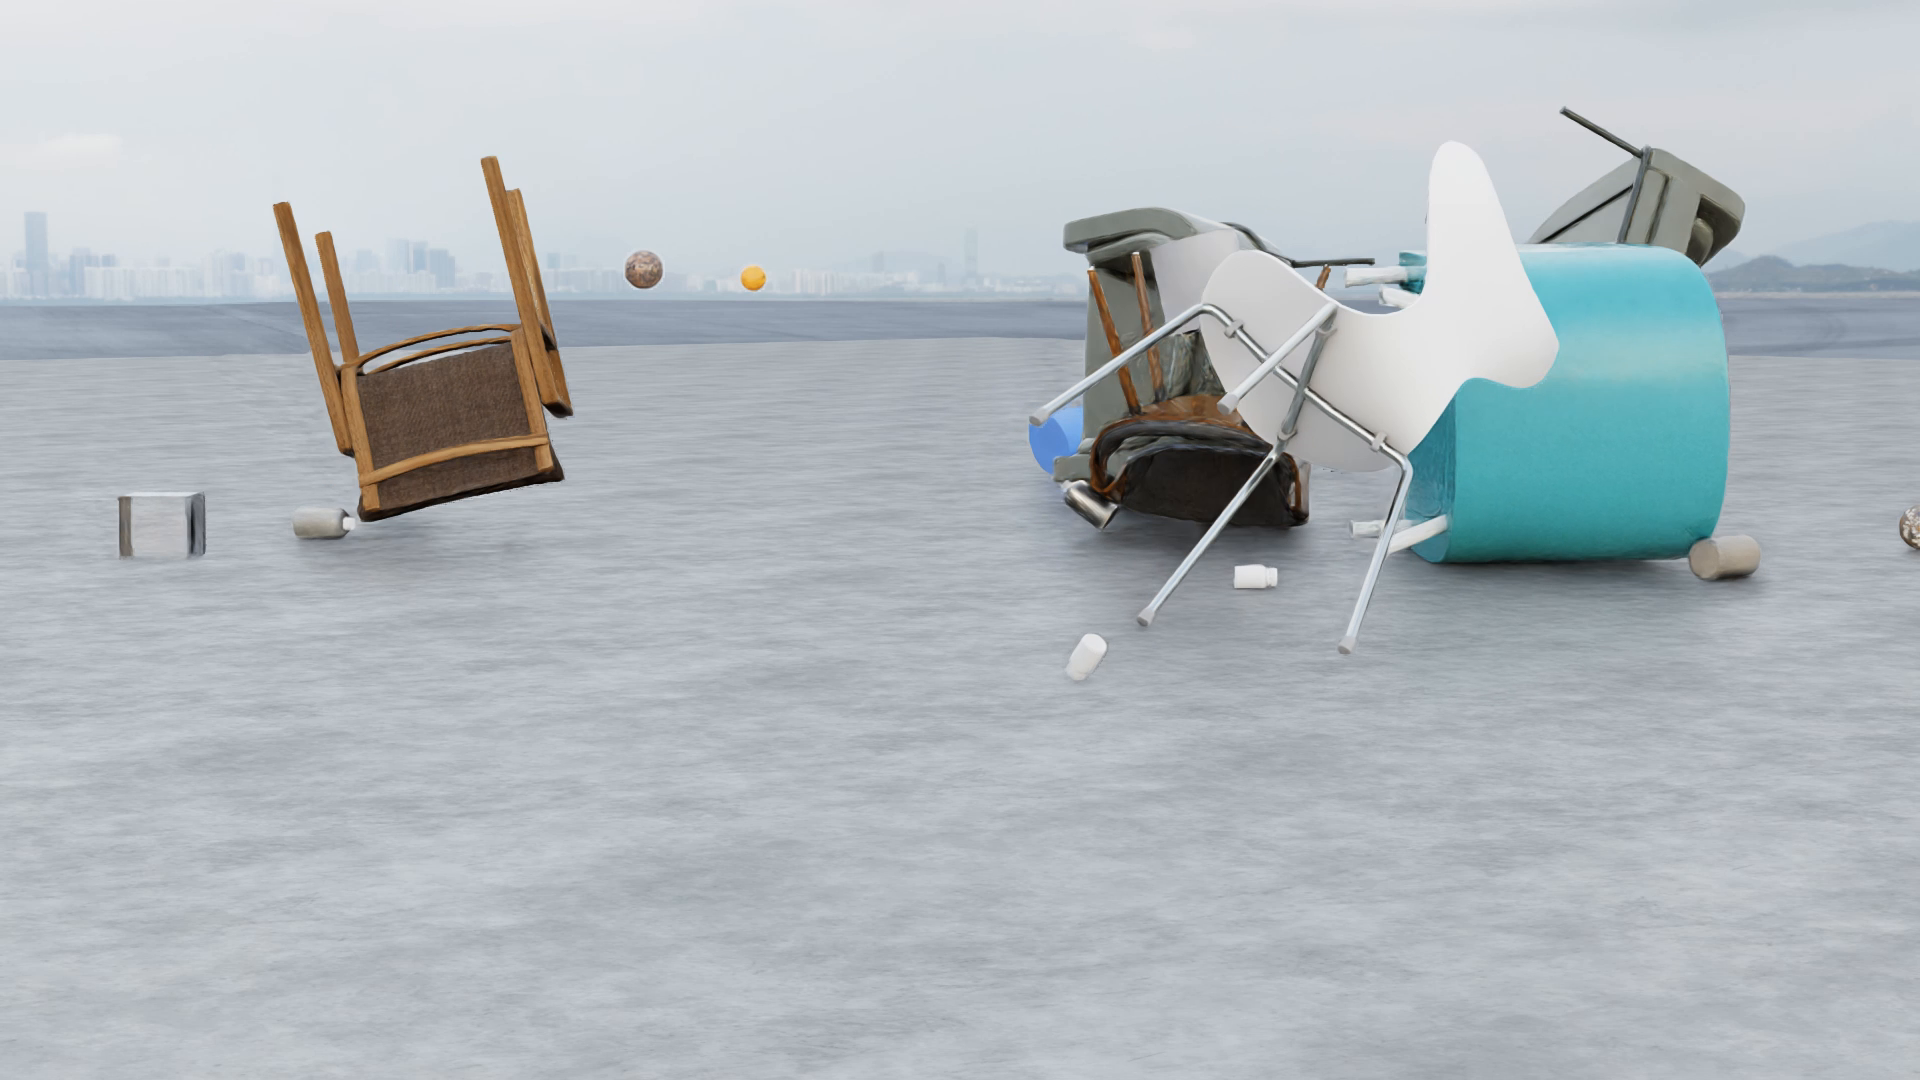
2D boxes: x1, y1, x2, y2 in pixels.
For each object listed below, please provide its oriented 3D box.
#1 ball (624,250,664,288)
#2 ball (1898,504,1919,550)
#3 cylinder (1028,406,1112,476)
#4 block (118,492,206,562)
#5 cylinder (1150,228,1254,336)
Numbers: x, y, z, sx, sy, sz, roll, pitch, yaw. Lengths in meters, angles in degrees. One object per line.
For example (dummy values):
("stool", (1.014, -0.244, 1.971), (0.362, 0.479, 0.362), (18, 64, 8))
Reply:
("ball", (-0.915, -0.784, 7.426), (0.113, 0.113, 0.113), (0, 6, 0))
("ball", (2.320, -0.032, 6.178), (0.111, 0.111, 0.111), (0, 6, 0))
("cylinder", (0.362, -0.328, 8.493), (0.150, 0.205, 0.311), (-11, 17, -22))
("block", (-1.867, -0.033, 6.007), (0.155, 0.149, 0.158), (0, 6, -1))
("cylinder", (0.584, -0.621, 6.194), (0.235, 0.218, 0.149), (-12, 2, 40))
